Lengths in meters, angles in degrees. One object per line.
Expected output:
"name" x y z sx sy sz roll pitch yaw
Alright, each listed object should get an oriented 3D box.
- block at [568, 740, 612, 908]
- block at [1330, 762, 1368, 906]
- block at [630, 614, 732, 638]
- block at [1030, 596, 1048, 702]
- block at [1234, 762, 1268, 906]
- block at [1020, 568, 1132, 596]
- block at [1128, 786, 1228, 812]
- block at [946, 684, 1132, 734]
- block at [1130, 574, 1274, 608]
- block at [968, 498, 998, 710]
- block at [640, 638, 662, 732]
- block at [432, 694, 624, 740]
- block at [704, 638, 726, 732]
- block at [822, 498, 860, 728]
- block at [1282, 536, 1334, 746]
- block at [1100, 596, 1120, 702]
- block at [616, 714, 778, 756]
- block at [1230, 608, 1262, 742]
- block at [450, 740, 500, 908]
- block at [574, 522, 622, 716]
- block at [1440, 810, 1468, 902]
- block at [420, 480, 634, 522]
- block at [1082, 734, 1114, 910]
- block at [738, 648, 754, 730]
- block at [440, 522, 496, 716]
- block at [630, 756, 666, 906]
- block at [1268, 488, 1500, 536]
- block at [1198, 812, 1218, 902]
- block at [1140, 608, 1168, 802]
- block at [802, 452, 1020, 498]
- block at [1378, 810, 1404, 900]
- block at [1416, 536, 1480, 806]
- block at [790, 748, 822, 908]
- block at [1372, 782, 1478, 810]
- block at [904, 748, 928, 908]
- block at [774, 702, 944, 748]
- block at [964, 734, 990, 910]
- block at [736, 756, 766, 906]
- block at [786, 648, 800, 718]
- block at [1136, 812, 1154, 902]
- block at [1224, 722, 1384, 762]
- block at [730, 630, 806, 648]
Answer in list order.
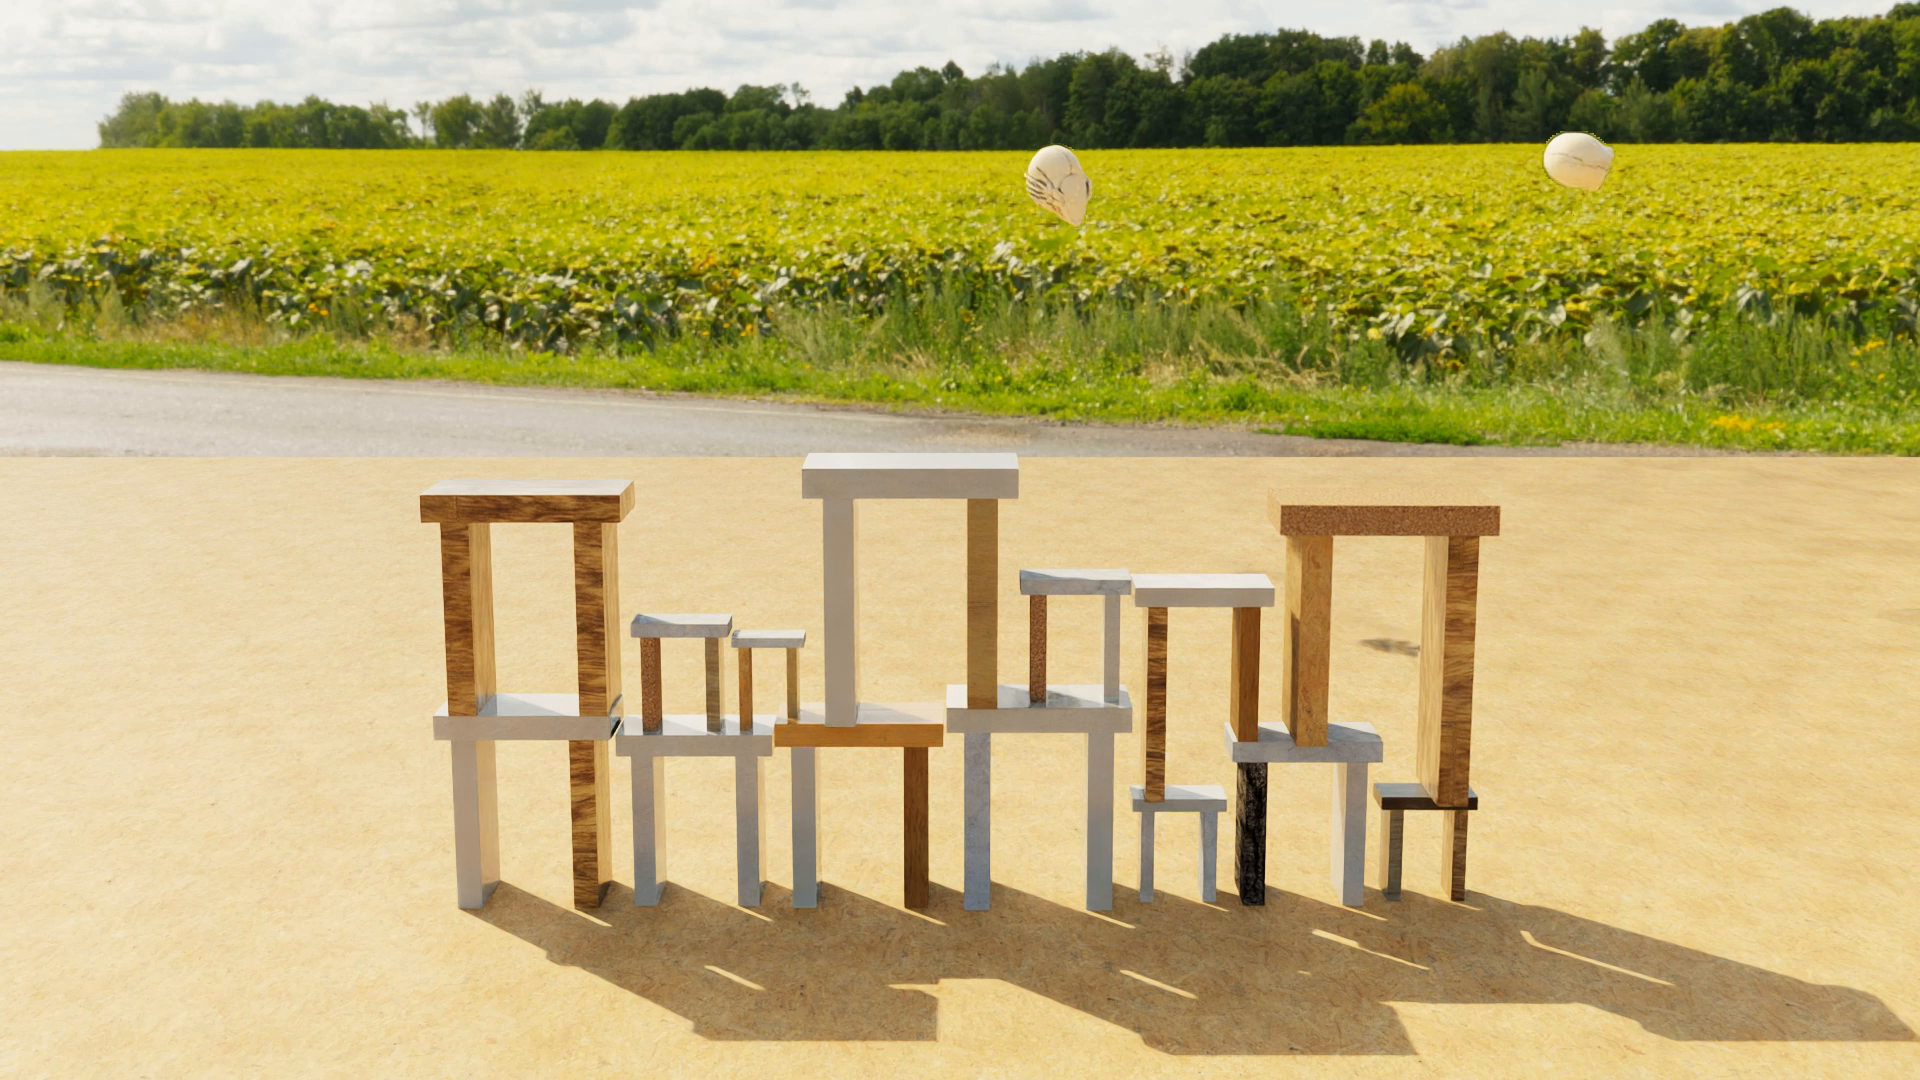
"block" -0.611 0.450 3.641 0.040 0.285 0.143 0 11 0
"block" 0.645 0.470 3.650 0.035 0.244 0.122 0 11 0
"block" -0.454 0.140 3.589 0.157 0.022 0.078 0 11 0
"block" 0.127 0.167 3.590 0.025 0.177 0.089 0 11 0
"block" 0.483 0.470 3.650 0.035 0.244 0.122 0 11 0
"block" 0.186 0.068 3.572 0.177 0.025 0.089 0 11 0
"block" 0.359 0.428 3.636 0.155 0.022 0.077 0 11 0
"block" 0.128 0.276 3.606 0.299 0.042 0.149 0 11 0
"block" 0.392 0.082 3.571 0.223 0.032 0.112 0 11 0
"block" 0.036 0.088 3.572 0.048 0.341 0.171 0 11 0
"block" -0.506 0.227 3.606 0.022 0.157 0.078 0 11 0
"block" -0.706 0.290 3.611 0.285 0.040 0.143 0 11 0
"block" -0.402 0.227 3.606 0.022 0.157 0.078 0 11 0
"block" -0.192 0.102 3.575 0.048 0.371 0.171 0 11 0
"block" 0.565 0.147 3.586 0.049 0.345 0.172 0 11 0
"block" 0.245 0.167 3.590 0.025 0.177 0.089 0 11 0
"block" -0.431 0.322 3.624 0.254 0.036 0.127 0 11 0
"block" 0.466 0.207 3.594 0.032 0.223 0.112 0 11 0
"block" -0.801 0.450 3.641 0.040 0.285 0.143 0 11 0
"block" -0.590 0.114 3.584 0.045 0.316 0.158 0 11 0
"block" 0.822 0.512 3.658 0.022 0.157 0.079 0 11 0
"block" -0.695 -0.064 3.552 0.316 0.045 0.158 0 11 0
"block" 0.227 0.444 3.638 0.042 0.299 0.149 0 11 0
"block" -0.351 0.238 3.601 0.017 0.139 0.059 0 11 0
"block" -0.800 0.114 3.585 0.045 0.316 0.158 0 11 0
"block" -0.516 0.464 3.651 0.036 0.254 0.127 0 11 0
"block" 0.679 -0.046 3.548 0.345 0.049 0.172 0 11 1
"block" 0.411 0.514 3.652 0.022 0.155 0.077 0 11 0
"block" 0.317 0.257 3.604 0.032 0.325 0.112 0 11 0
"block" -0.078 -0.104 3.537 0.341 0.048 0.171 0 11 0
"block" 0.717 0.512 3.658 0.022 0.157 0.079 0 11 0
"block" 0.794 0.196 3.590 0.049 0.443 0.172 0 11 0
"block" -0.254 0.456 3.643 0.039 0.273 0.136 0 11 0
"block" 0.769 0.424 3.637 0.158 0.022 0.079 0 11 0
"block" -0.072 0.456 3.643 0.039 0.273 0.136 0 11 0
"block" -0.163 0.303 3.615 0.273 0.039 0.136 0 11 0
"block" 0.028 0.444 3.638 0.042 0.299 0.149 0 11 0
"block" -0.347 0.464 3.651 0.036 0.254 0.127 0 11 0
"block" -0.273 0.227 3.598 0.017 0.117 0.059 0 11 0
"block" 0.308 0.514 3.652 0.022 0.155 0.077 0 11 0
"block" 0.564 0.333 3.624 0.244 0.035 0.122 0 11 0
"block" -0.312 0.161 3.586 0.117 0.017 0.059 0 11 0
